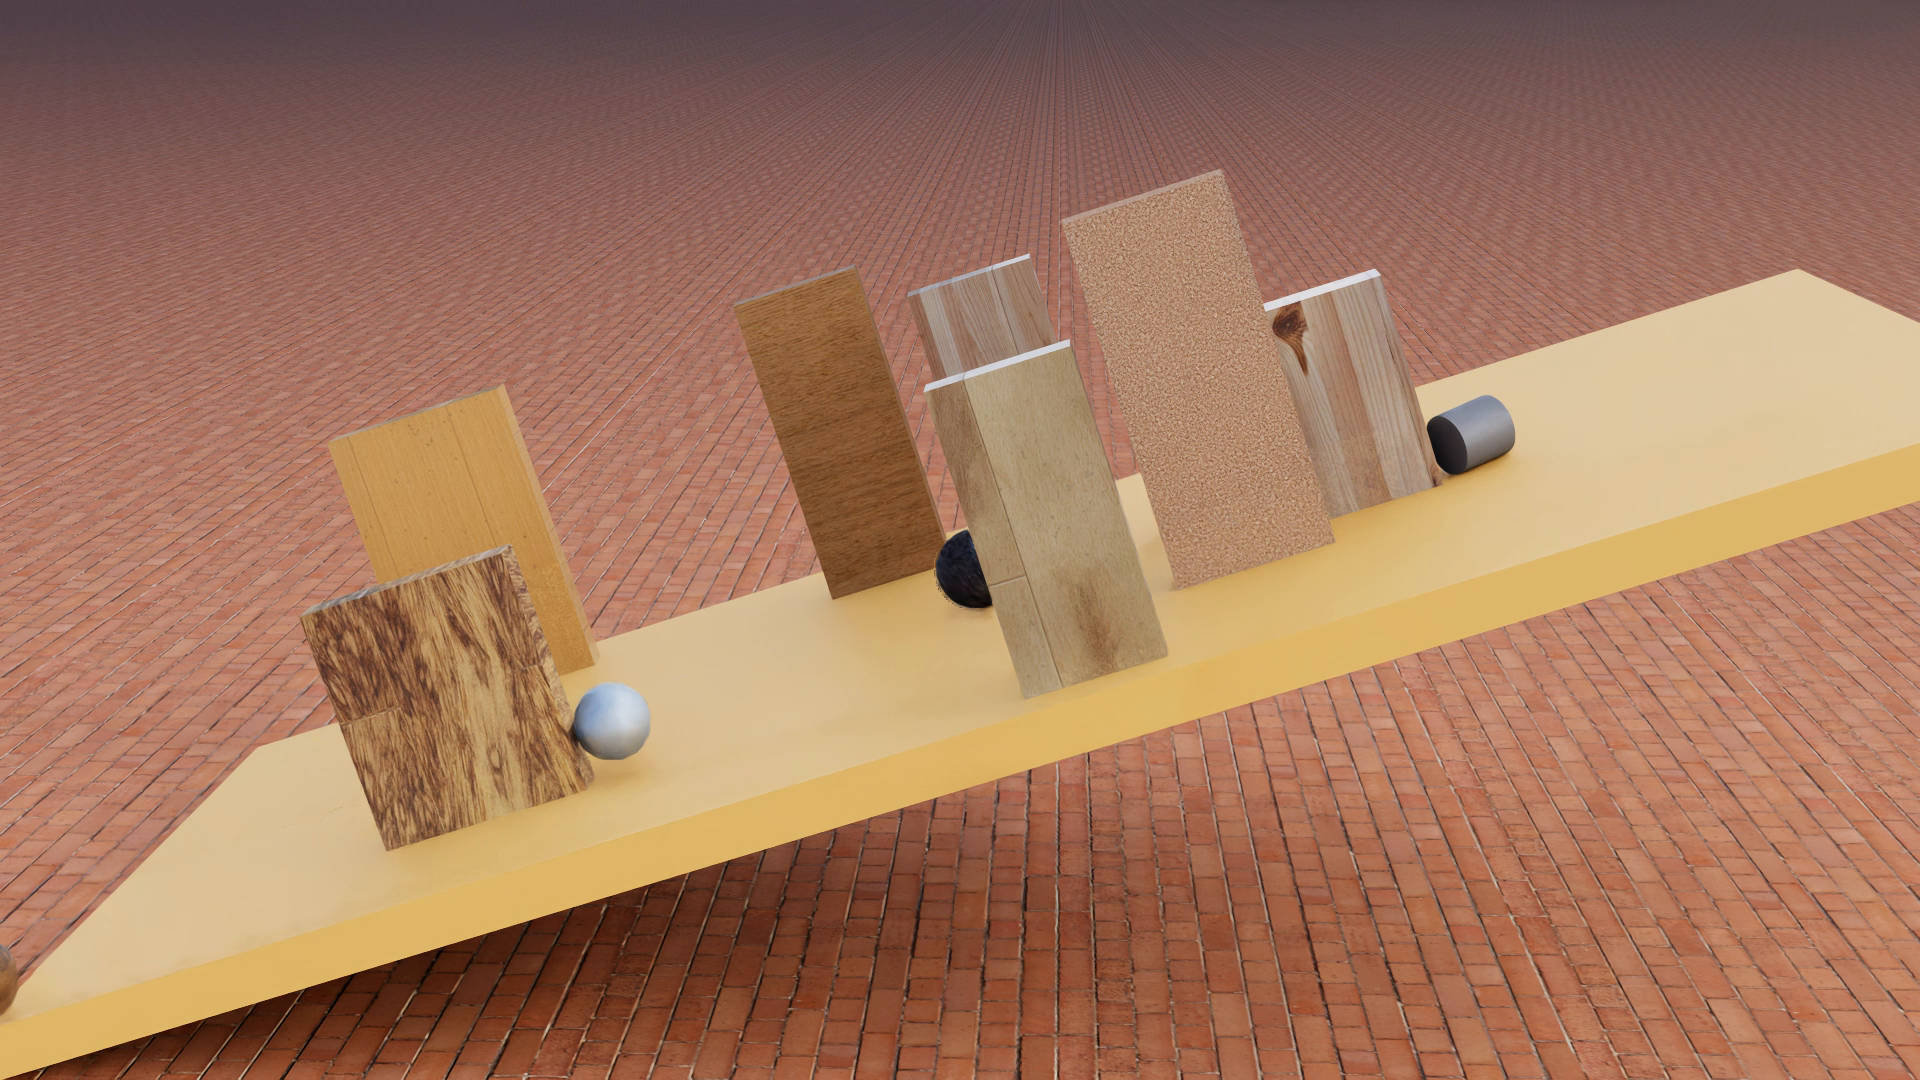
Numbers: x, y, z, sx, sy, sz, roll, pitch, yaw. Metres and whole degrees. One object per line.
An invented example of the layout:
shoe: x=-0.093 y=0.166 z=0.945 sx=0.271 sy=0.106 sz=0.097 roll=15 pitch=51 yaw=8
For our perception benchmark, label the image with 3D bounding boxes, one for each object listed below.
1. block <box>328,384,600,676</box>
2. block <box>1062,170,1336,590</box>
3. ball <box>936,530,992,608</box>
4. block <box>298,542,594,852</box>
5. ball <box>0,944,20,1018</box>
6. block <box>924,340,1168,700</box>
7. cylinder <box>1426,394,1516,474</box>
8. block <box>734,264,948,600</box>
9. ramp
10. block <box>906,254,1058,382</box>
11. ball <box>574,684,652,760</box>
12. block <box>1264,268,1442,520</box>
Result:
block: x=-1.192 y=0.027 z=7.088 sx=0.432 sy=0.706 sz=0.087 roll=-17 pitch=10 yaw=5
block: x=0.476 y=-0.316 z=5.850 sx=0.328 sy=0.768 sz=0.109 roll=-17 pitch=10 yaw=5
ball: x=0.035 y=0.061 z=6.301 sx=0.172 sy=0.172 sz=0.172 roll=0 pitch=12 yaw=0
block: x=-1.019 y=0.314 z=5.862 sx=0.427 sy=0.504 sz=0.100 roll=-17 pitch=10 yaw=5
ball: x=-1.861 y=0.832 z=5.535 sx=0.173 sy=0.173 sz=0.173 roll=0 pitch=12 yaw=0
block: x=0.160 y=-0.036 z=5.399 sx=0.277 sy=0.601 sz=0.093 roll=-17 pitch=10 yaw=5
cylinder: x=1.061 y=-0.219 z=6.114 sx=0.130 sy=0.130 sz=0.130 roll=-23 pitch=21 yaw=-25
block: x=-0.272 y=-0.251 z=6.895 sx=0.294 sy=0.729 sz=0.088 roll=-17 pitch=10 yaw=5
ramp: x=0.101 y=0.183 z=6.310 sx=4.000 sy=0.100 sz=2.000 roll=-17 pitch=10 yaw=5
block: x=0.121 y=-0.270 z=6.503 sx=0.280 sy=0.664 sz=0.091 roll=-17 pitch=10 yaw=5
ball: x=-0.695 y=0.364 z=5.883 sx=0.155 sy=0.155 sz=0.155 roll=0 pitch=12 yaw=0
block: x=0.741 y=-0.280 z=6.081 sx=0.388 sy=0.453 sz=0.119 roll=-17 pitch=10 yaw=5
